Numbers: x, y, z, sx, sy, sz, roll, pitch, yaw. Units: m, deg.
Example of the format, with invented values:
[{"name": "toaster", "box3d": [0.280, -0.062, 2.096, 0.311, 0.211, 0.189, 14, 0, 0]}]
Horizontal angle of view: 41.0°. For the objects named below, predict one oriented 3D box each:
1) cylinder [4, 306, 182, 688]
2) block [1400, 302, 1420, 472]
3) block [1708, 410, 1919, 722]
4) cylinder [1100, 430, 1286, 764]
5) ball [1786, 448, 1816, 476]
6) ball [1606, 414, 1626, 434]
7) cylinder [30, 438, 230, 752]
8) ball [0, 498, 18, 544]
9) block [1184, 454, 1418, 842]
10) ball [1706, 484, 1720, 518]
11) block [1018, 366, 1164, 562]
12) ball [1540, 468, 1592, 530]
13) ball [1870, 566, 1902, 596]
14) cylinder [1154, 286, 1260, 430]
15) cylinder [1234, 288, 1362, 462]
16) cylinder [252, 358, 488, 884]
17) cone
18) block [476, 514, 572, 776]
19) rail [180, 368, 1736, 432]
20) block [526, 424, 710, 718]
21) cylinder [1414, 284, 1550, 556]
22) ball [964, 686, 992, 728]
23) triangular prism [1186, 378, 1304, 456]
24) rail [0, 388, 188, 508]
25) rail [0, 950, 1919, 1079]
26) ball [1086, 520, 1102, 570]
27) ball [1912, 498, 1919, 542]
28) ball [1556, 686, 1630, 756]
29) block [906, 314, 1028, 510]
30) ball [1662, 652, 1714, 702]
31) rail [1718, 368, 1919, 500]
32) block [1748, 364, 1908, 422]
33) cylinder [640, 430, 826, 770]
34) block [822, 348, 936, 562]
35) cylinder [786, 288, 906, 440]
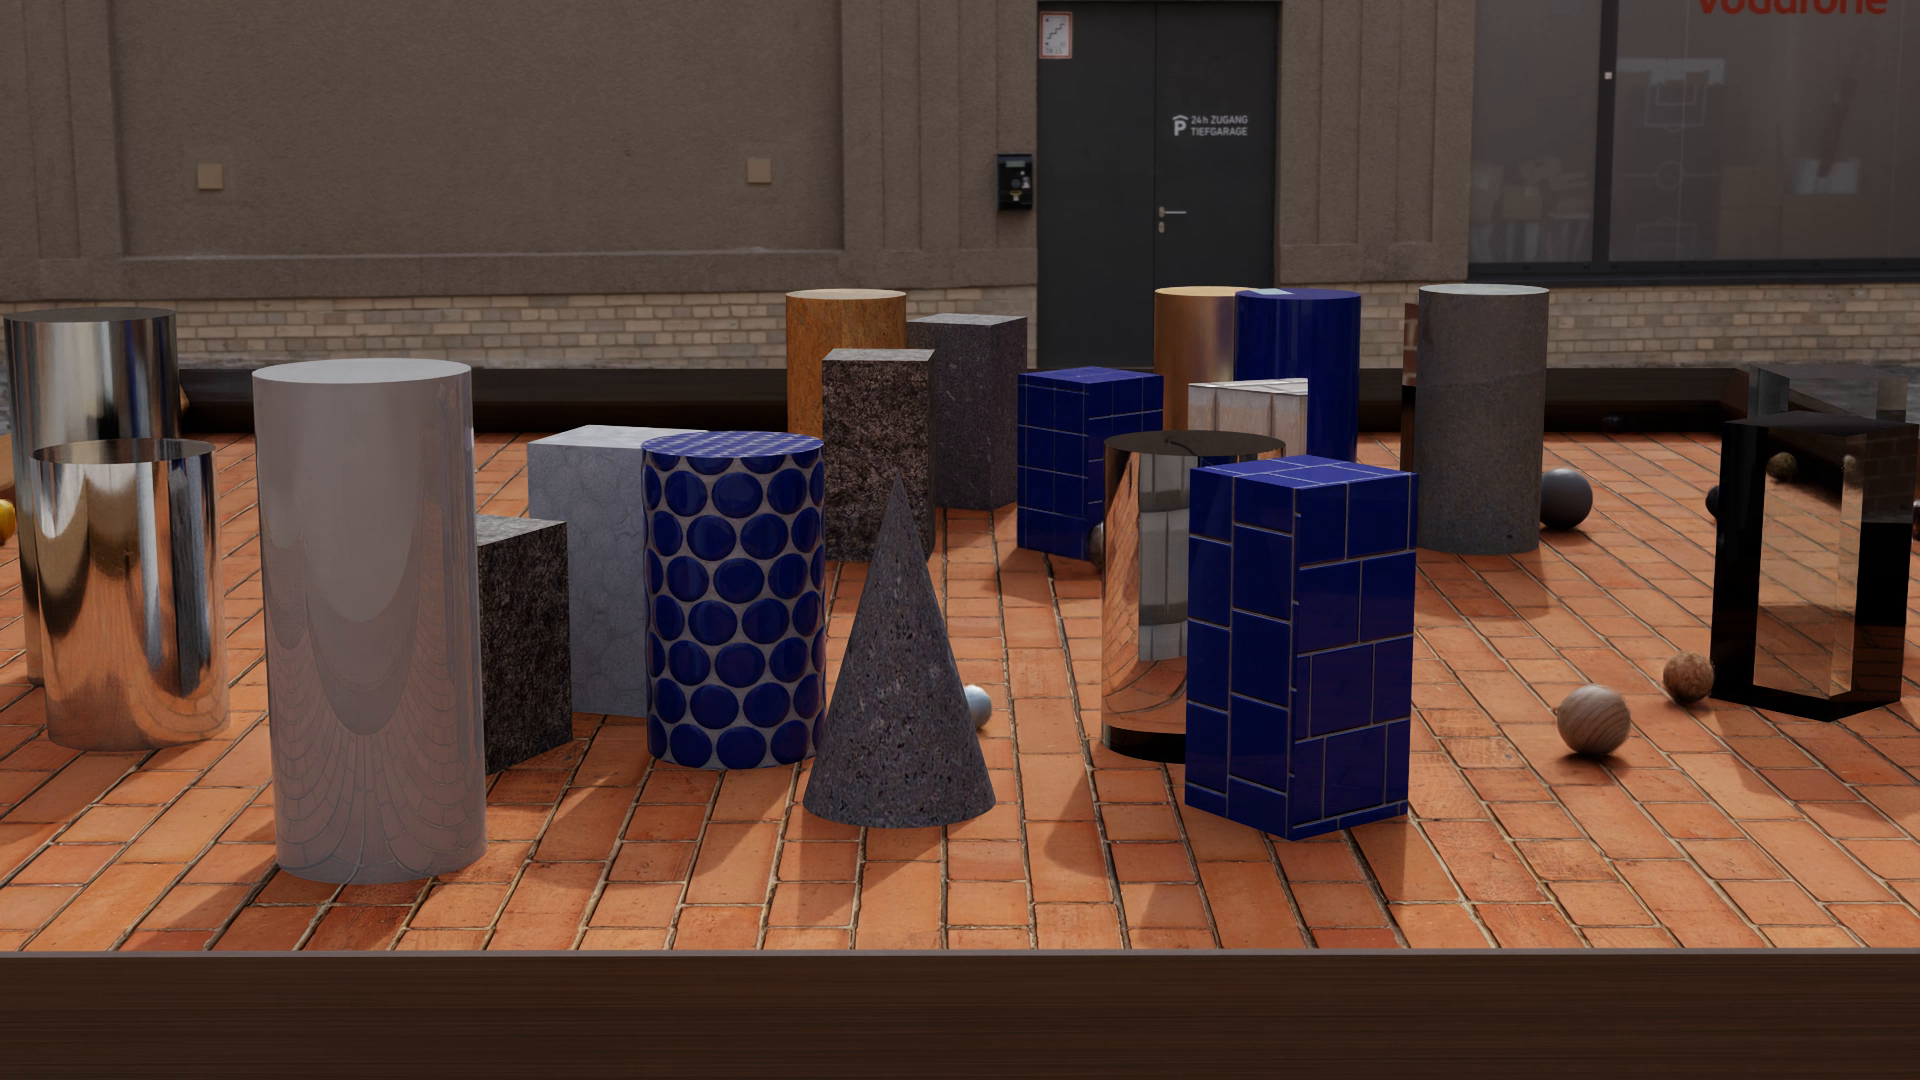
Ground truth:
[{"name": "cylinder", "box3d": [-1.027, -0.053, 3.070, 0.194, 0.434, 0.194, 0, 11, 0]}, {"name": "block", "box3d": [0.843, -0.224, 4.269, 0.155, 0.333, 0.155, -4, 11, -22]}, {"name": "block", "box3d": [0.980, 0.026, 2.950, 0.155, 0.323, 0.155, -9, 14, -40]}, {"name": "cylinder", "box3d": [0.250, 0.057, 2.767, 0.194, 0.328, 0.194, 0, 11, 0]}, {"name": "ball", "box3d": [1.502, -0.139, 4.583, 0.050, 0.050, 0.050, 0, 11, 0]}, {"name": "ball", "box3d": [1.304, -0.230, 5.102, 0.041, 0.041, 0.041, 0, 11, 0]}, {"name": "cylinder", "box3d": [-0.909, 0.056, 2.817, 0.194, 0.312, 0.194, 0, 11, 0]}, {"name": "ball", "box3d": [-1.482, -0.029, 3.936, 0.071, 0.071, 0.071, 0, 11, 0]}, {"name": "block", "box3d": [0.332, 0.100, 2.510, 0.155, 0.338, 0.155, -8, 13, -36]}, {"name": "ball", "box3d": [1.235, -0.061, 4.147, 0.057, 0.057, 0.057, 0, 11, 0]}, {"name": "block", "box3d": [0.197, -0.118, 3.884, 0.155, 0.265, 0.155, -9, 14, -40]}, {"name": "ball", "box3d": [0.951, -0.065, 4.058, 0.097, 0.097, 0.097, 0, 11, 0]}, {"name": "ball", "box3d": [1.284, 0.057, 3.556, 0.040, 0.040, 0.040, 0, 11, 0]}, {"name": "cylinder", "box3d": [0.427, -0.251, 4.375, 0.194, 0.347, 0.194, 0, 11, 0]}, {"name": "cylinder", "box3d": [0.521, -0.194, 3.985, 0.194, 0.377, 0.194, 0, 11, 0]}, {"name": "cylinder", "box3d": [-0.540, 0.069, 2.360, 0.194, 0.453, 0.194, 0, 11, 0]}, {"name": "cone", "box3d": [-0.061, 0.094, 2.540, 0.194, 0.338, 0.194, 0, 11, 0]}, {"name": "block", "box3d": [-0.525, 0.106, 2.738, 0.155, 0.242, 0.155, 5, 12, 25]}, {"name": "rail", "box3d": [-0.010, -0.275, 5.105, 3.122, 0.126, 0.045, 0, 11, 0]}, {"name": "block", "box3d": [-0.389, 0.033, 2.958, 0.155, 0.307, 0.155, 3, 11, 18]}, {"name": "cylinder", "box3d": [0.792, -0.187, 3.911, 0.194, 0.390, 0.194, 0, 11, 0]}, {"name": "ball", "box3d": [0.012, 0.186, 2.842, 0.048, 0.048, 0.048, 0, 11, 0]}, {"name": "triangular prism", "box3d": [0.397, -0.035, 3.258, 0.168, 0.330, 0.145, 8, 13, 37]}, {"name": "rail", "box3d": [-1.537, 0.034, 3.440, 0.045, 0.126, 3.415, 0, 11, 0]}, {"name": "rail", "box3d": [0.010, 0.340, 1.793, 3.122, 0.126, 0.045, 0, 11, 0]}, {"name": "ball", "box3d": [0.221, 0.008, 3.713, 0.080, 0.080, 0.080, 0, 11, 0]}, {"name": "ball", "box3d": [1.488, -0.031, 3.953, 0.069, 0.069, 0.069, 0, 11, 0]}, {"name": "ball", "box3d": [0.673, 0.193, 2.729, 0.076, 0.076, 0.076, 0, 11, 0]}, {"name": "block", "box3d": [0.011, -0.217, 4.302, 0.155, 0.307, 0.155, 5, 11, 24]}, {"name": "ball", "box3d": [0.841, 0.159, 2.962, 0.058, 0.058, 0.058, 0, 11, 0]}, {"name": "rail", "box3d": [1.537, 0.031, 3.458, 0.045, 0.126, 3.415, 0, 11, 0]}, {"name": "block", "box3d": [1.148, -0.064, 3.425, 0.155, 0.325, 0.155, 0, 11, -2]}, {"name": "cylinder", "box3d": [-0.241, 0.060, 2.746, 0.194, 0.330, 0.194, 0, 11, 0]}, {"name": "block", "box3d": [-0.120, -0.129, 3.849, 0.155, 0.299, 0.155, 1, 11, 4]}, {"name": "cylinder", "box3d": [-0.184, -0.219, 4.162, 0.194, 0.361, 0.194, 0, 11, 0]}]
